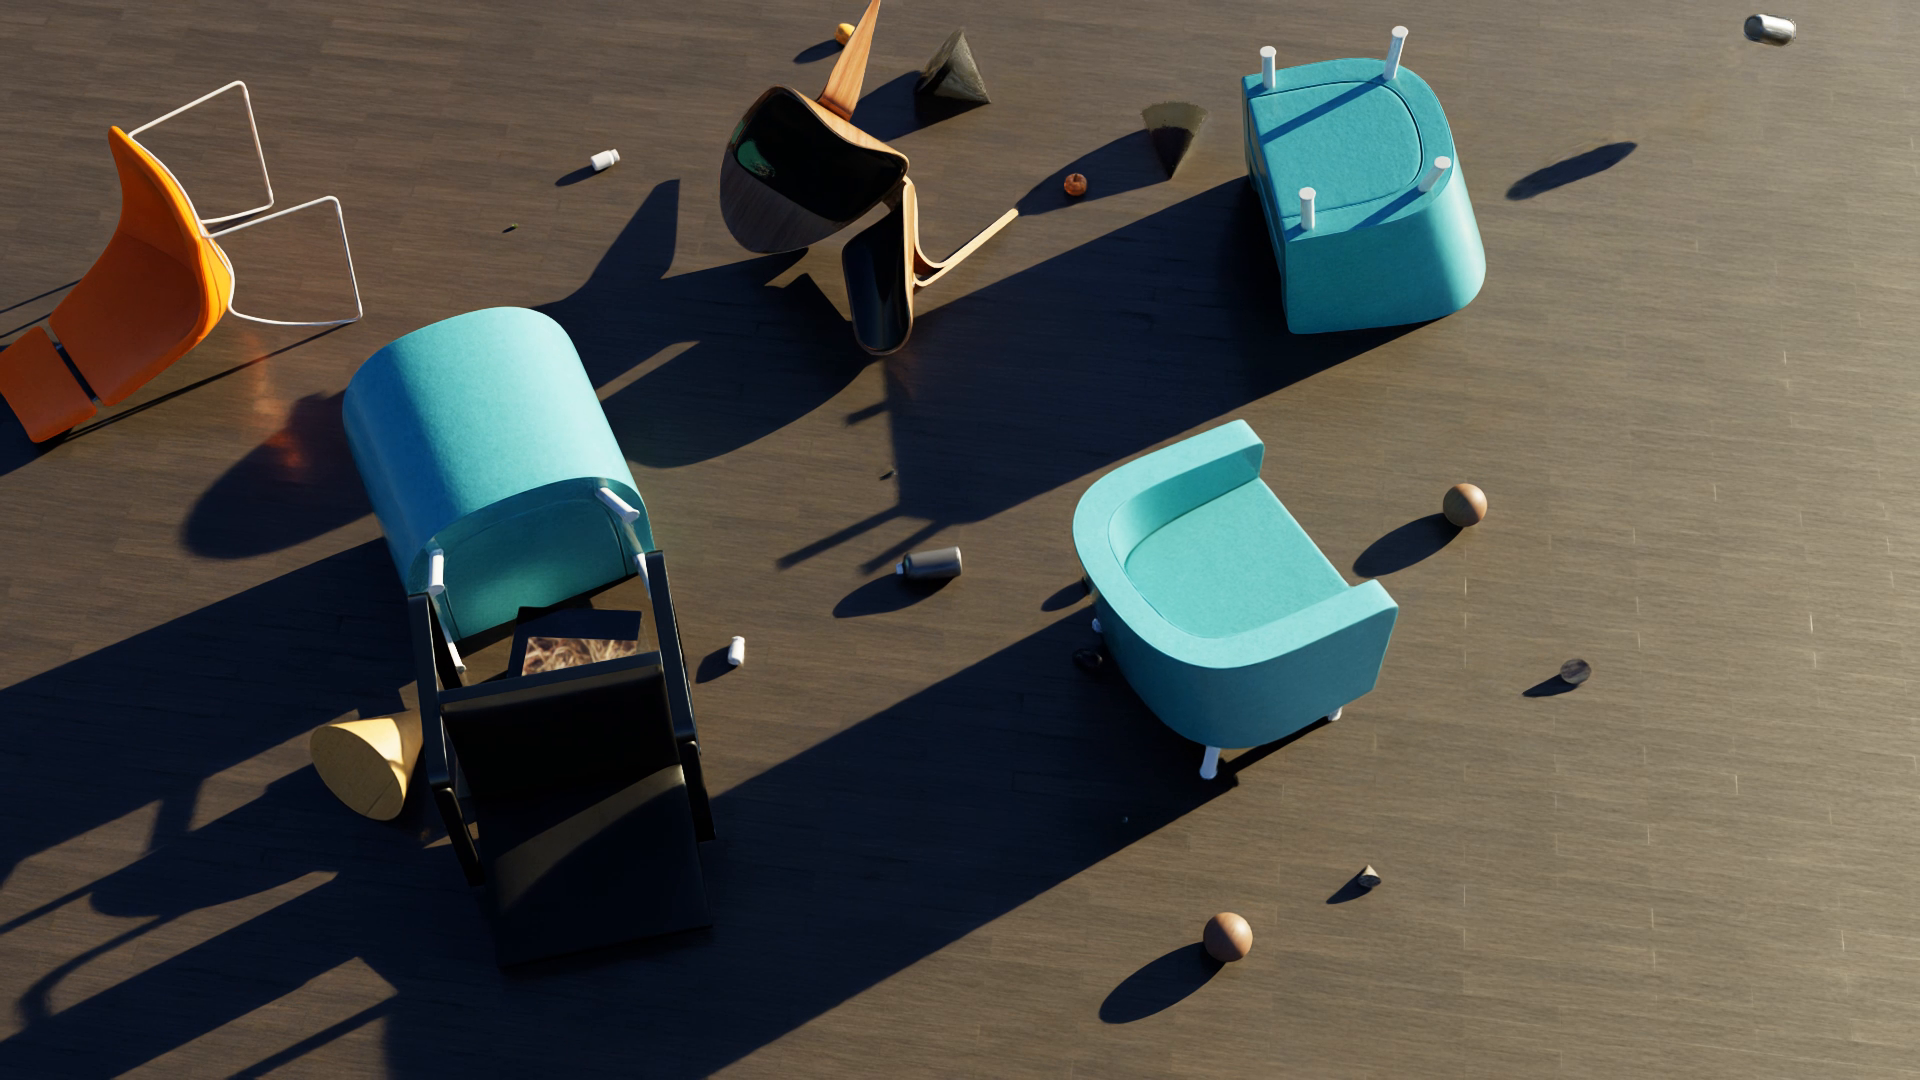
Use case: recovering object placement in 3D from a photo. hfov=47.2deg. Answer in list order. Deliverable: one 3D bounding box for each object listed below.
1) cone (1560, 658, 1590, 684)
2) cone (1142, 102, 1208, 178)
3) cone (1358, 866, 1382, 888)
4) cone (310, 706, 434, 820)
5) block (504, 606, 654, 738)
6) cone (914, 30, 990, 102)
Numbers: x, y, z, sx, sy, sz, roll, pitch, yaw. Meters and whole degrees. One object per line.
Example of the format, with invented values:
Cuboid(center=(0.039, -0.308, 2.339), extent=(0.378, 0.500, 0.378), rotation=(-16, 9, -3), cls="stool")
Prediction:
Cuboid(center=(1.765, 0.370, 6.308), extent=(0.084, 0.076, 0.047), rotation=(-8, 14, 13), cls="cone")
Cuboid(center=(0.714, -1.323, 7.398), extent=(0.211, 0.242, 0.231), rotation=(8, 82, -28), cls="cone")
Cuboid(center=(1.108, 0.901, 5.956), extent=(0.062, 0.047, 0.063), rotation=(6, 36, 3), cls="cone")
Cuboid(center=(-1.570, 0.554, 6.122), extent=(0.320, 0.276, 0.348), rotation=(44, 39, -2), cls="cone")
Cuboid(center=(-1.062, 0.373, 6.160), extent=(0.343, 0.272, 0.256), rotation=(2, 56, 1), cls="block")
Cuboid(center=(0.015, -1.574, 7.554), extent=(0.234, 0.312, 0.267), rotation=(35, 95, -16), cls="cone")
